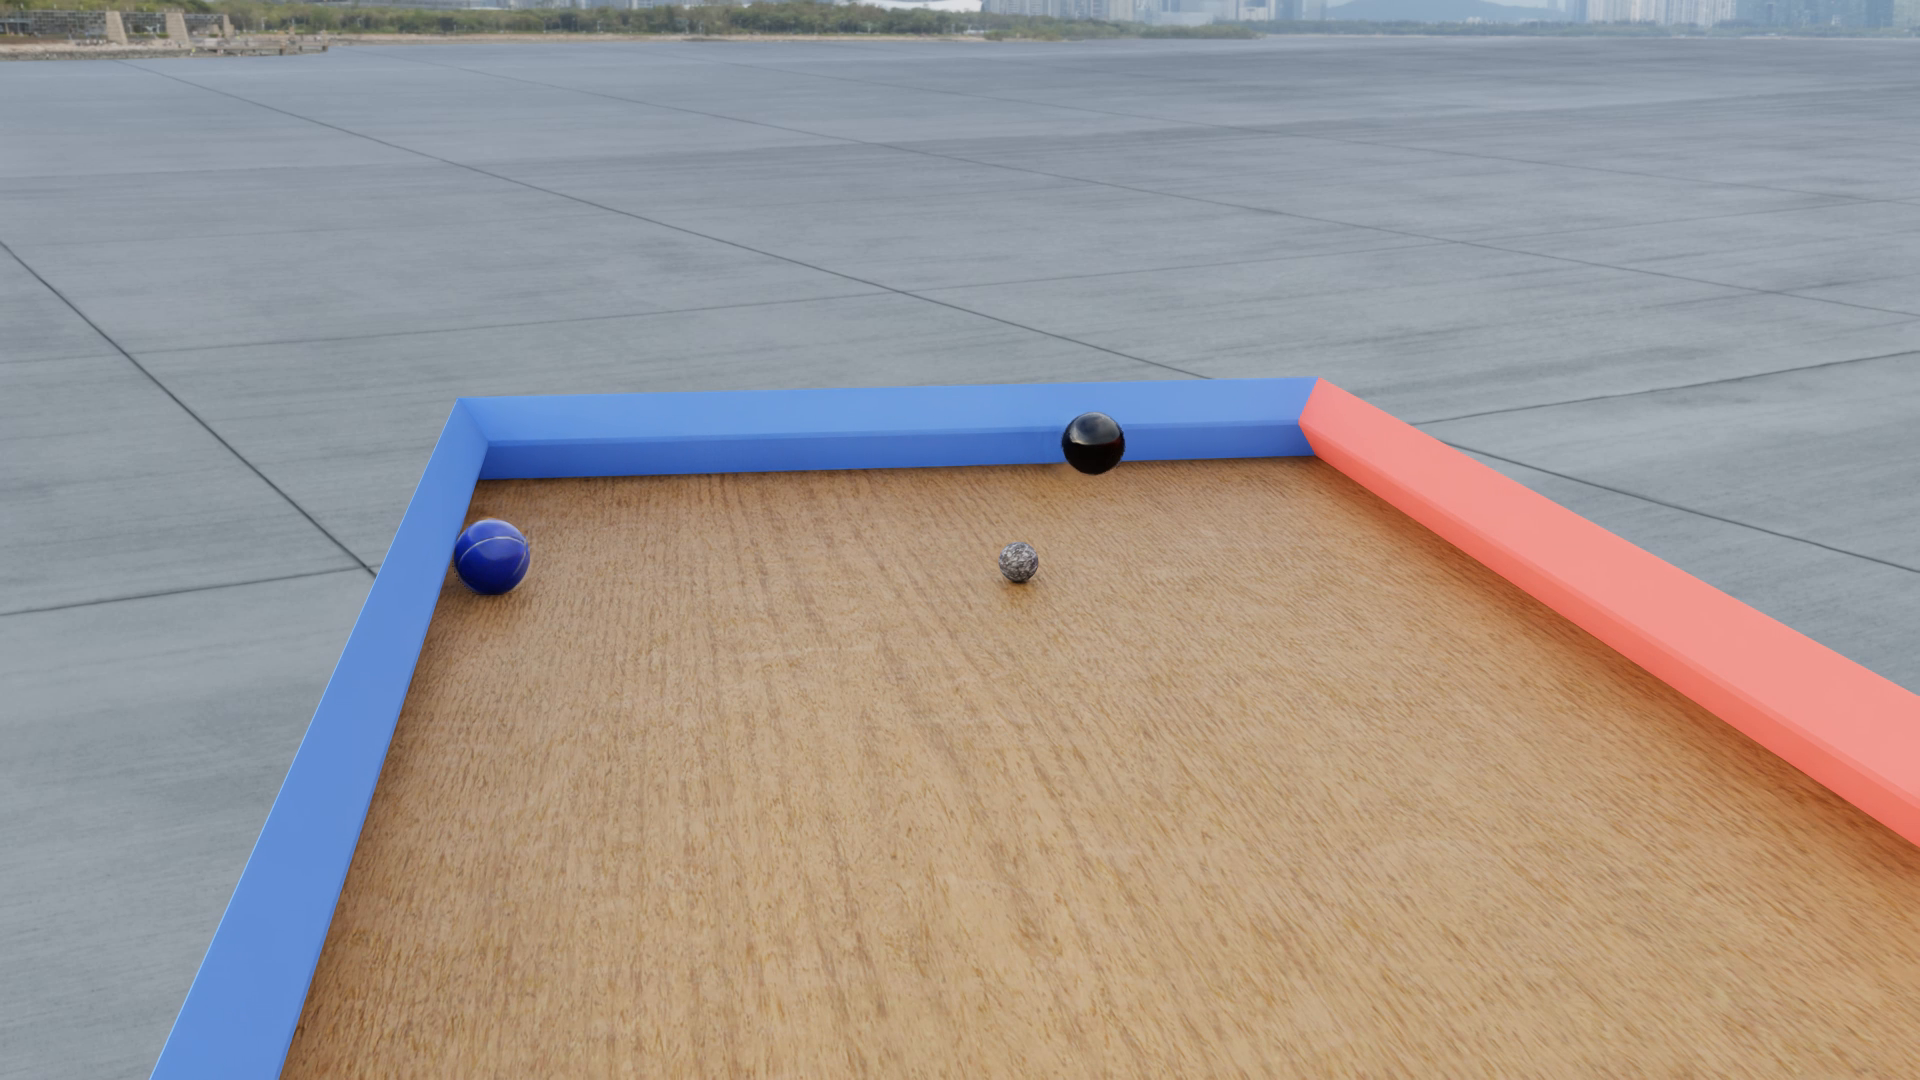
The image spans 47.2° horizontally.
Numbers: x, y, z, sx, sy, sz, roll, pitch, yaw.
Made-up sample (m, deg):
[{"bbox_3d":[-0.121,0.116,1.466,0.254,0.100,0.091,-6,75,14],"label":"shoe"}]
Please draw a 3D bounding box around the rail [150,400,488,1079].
[{"bbox_3d":[-0.543,0.143,2.064,0.045,0.124,2.556,-2,14,-8],"label":"rail"}]

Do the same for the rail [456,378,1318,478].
[{"bbox_3d":[-0.088,-0.168,3.360,1.330,0.124,0.045,-2,14,-8],"label":"rail"}]

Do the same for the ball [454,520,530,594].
[{"bbox_3d":[-0.564,0.020,2.652,0.091,0.091,0.091,0,14,0],"label":"ball"}]

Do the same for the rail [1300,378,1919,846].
[{"bbox_3d":[0.726,0.100,2.243,0.045,0.124,2.556,-2,14,-8],"label":"rail"}]

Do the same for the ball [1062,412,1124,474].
[{"bbox_3d":[0.202,-0.147,3.337,0.095,0.095,0.095,0,14,0],"label":"ball"}]

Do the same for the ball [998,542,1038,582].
[{"bbox_3d":[0.072,0.027,2.711,0.050,0.050,0.050,0,14,0],"label":"ball"}]
